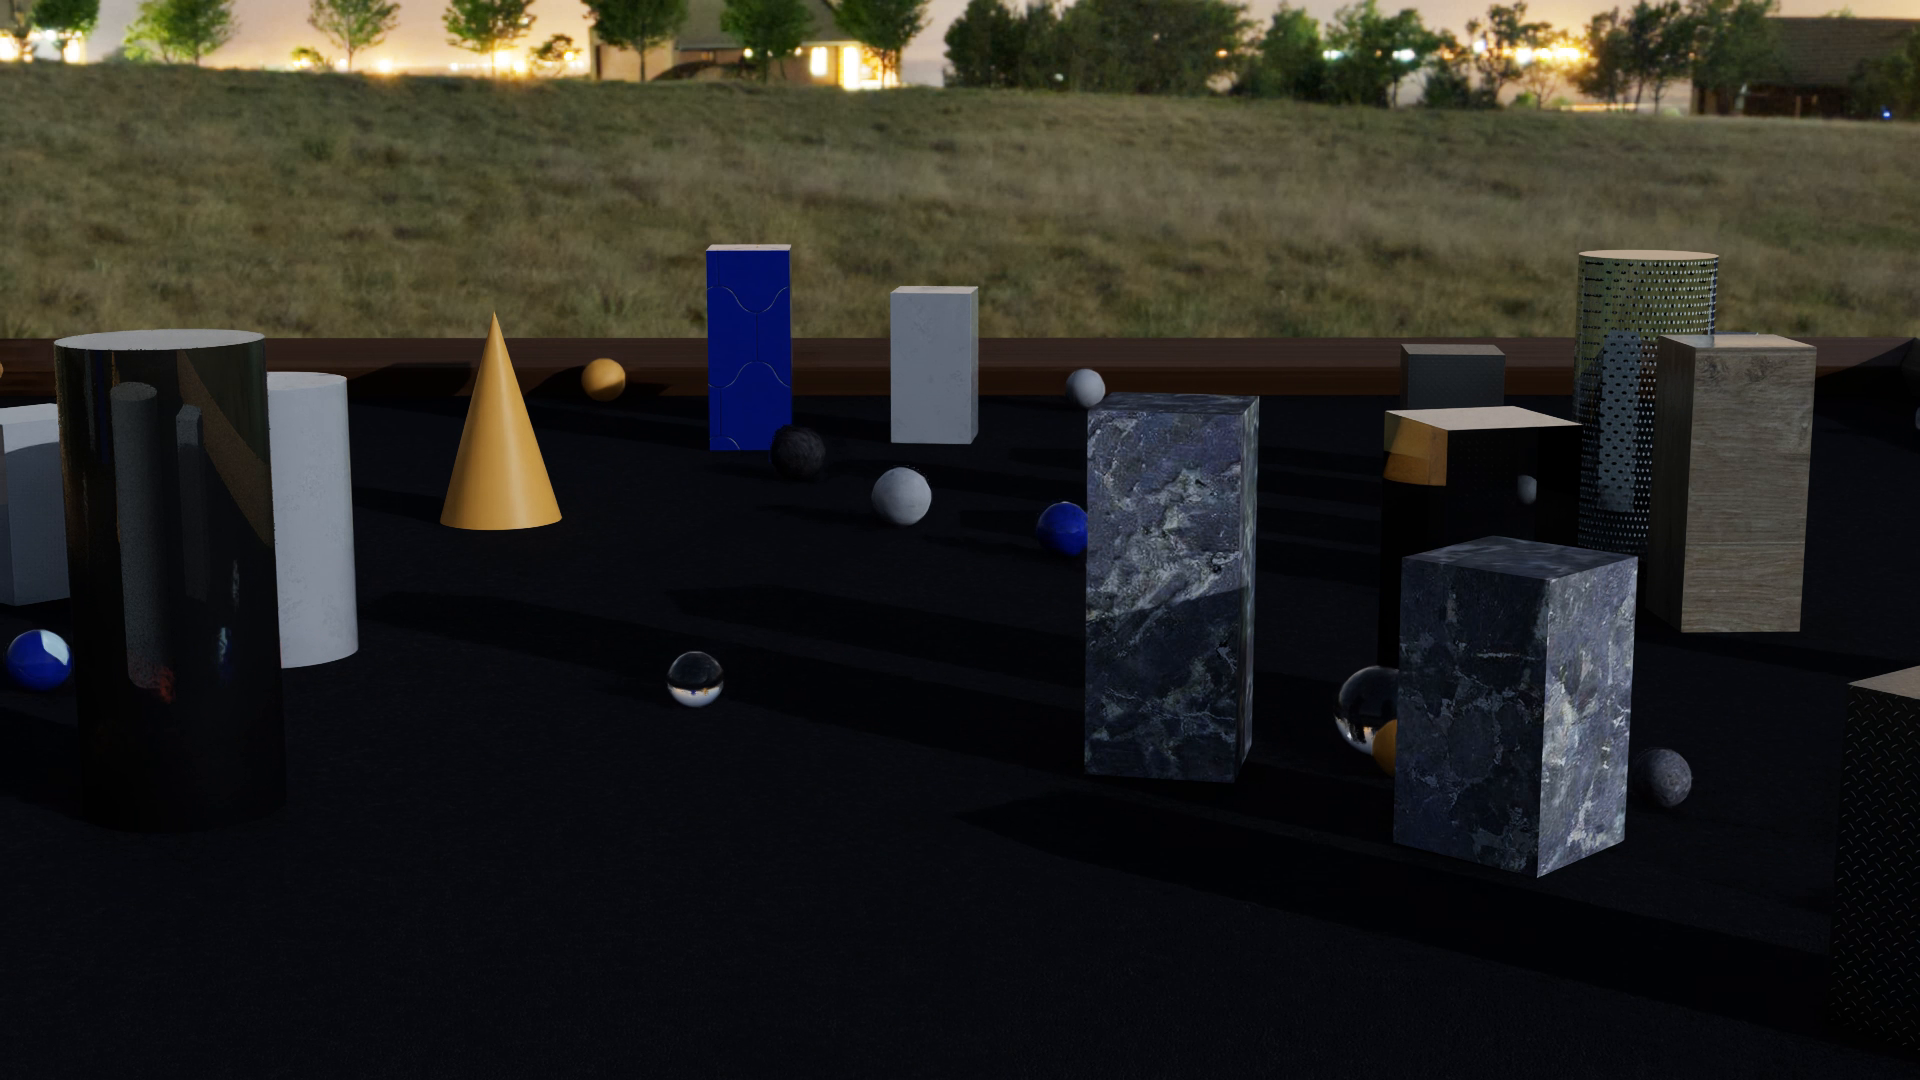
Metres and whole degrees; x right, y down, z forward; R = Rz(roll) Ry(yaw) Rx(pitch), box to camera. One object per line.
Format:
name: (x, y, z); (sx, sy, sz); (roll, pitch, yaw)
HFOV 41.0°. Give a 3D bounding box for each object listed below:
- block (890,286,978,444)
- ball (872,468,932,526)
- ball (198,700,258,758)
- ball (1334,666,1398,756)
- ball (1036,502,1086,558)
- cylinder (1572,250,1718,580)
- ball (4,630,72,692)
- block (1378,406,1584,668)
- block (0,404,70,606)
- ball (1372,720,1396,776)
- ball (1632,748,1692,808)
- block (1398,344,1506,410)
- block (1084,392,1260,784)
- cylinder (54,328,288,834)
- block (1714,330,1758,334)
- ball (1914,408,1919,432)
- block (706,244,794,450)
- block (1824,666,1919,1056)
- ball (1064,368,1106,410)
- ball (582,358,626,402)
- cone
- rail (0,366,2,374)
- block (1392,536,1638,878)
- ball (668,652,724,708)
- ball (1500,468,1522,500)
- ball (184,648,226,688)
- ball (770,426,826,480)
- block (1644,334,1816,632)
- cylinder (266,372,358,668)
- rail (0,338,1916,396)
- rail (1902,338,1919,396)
block: (-0.049, -0.345, 5.038); (0.156, 0.292, 0.156); (1, 11, 6)
ball: (-0.093, -0.068, 4.086); (0.095, 0.095, 0.095); (0, 11, 0)
ball: (-0.777, 0.201, 2.723); (0.062, 0.062, 0.062); (0, 11, 0)
ball: (0.447, 0.182, 2.730); (0.098, 0.098, 0.098); (0, 11, 0)
ball: (0.155, -0.015, 3.825); (0.084, 0.084, 0.084); (0, 11, 0)
cylinder: (0.988, -0.185, 3.726); (0.195, 0.456, 0.195); (0, 11, 0)
ball: (-1.080, 0.142, 3.009); (0.074, 0.074, 0.074); (0, 11, 0)
block: (0.563, 0.041, 2.798); (0.156, 0.351, 0.156); (-3, 11, -15)
block: (-1.292, -0.052, 3.576); (0.156, 0.249, 0.156); (9, 14, 41)
ball: (0.458, 0.215, 2.647); (0.062, 0.062, 0.062); (0, 11, 0)
ball: (0.696, 0.236, 2.543); (0.059, 0.059, 0.059); (0, 11, 0)
block: (0.820, -0.190, 4.296); (0.156, 0.258, 0.156); (1, 11, 5)
block: (0.223, 0.045, 2.690); (0.156, 0.381, 0.156); (2, 11, 13)
cylinder: (-0.770, 0.035, 2.513); (0.195, 0.465, 0.195); (0, 11, 0)
block: (1.239, -0.202, 4.296); (0.156, 0.282, 0.156); (4, 11, 22)
ball: (1.921, -0.238, 5.055); (0.076, 0.076, 0.076); (0, 11, 0)
block: (-0.403, -0.373, 4.944); (0.156, 0.380, 0.156); (0, 11, -2)
block: (0.774, 0.242, 1.935); (0.156, 0.269, 0.156); (-8, 13, -37)
ball: (0.267, -0.322, 5.473); (0.087, 0.087, 0.087); (0, 11, 0)
ball: (-0.777, -0.349, 5.596); (0.097, 0.097, 0.097); (0, 11, 0)
cone: (-0.744, -0.200, 4.129); (0.195, 0.339, 0.195); (0, 11, 0)
rail: (-2.115, 0.035, 3.437); (0.045, 0.127, 4.586); (0, 11, 0)
block: (0.521, 0.151, 2.410); (0.156, 0.275, 0.156); (10, 14, 43)
ball: (-0.303, 0.160, 2.937); (0.065, 0.065, 0.065); (0, 11, 0)
ball: (0.927, -0.095, 4.349); (0.051, 0.051, 0.051); (0, 11, 0)
ball: (-0.892, 0.152, 3.029); (0.047, 0.047, 0.047); (0, 11, 0)
ball: (-0.287, -0.154, 4.543); (0.097, 0.097, 0.097); (0, 11, 0)
block: (1.011, -0.077, 3.377); (0.156, 0.371, 0.156); (0, 11, -2)
cylinder: (-0.856, -0.028, 3.193); (0.195, 0.341, 0.195); (0, 11, 0)
rail: (-0.013, -0.381, 5.680); (4.278, 0.127, 0.045); (0, 11, 0)
rail: (2.115, 0.030, 3.461); (0.045, 0.127, 4.586); (0, 11, 0)
